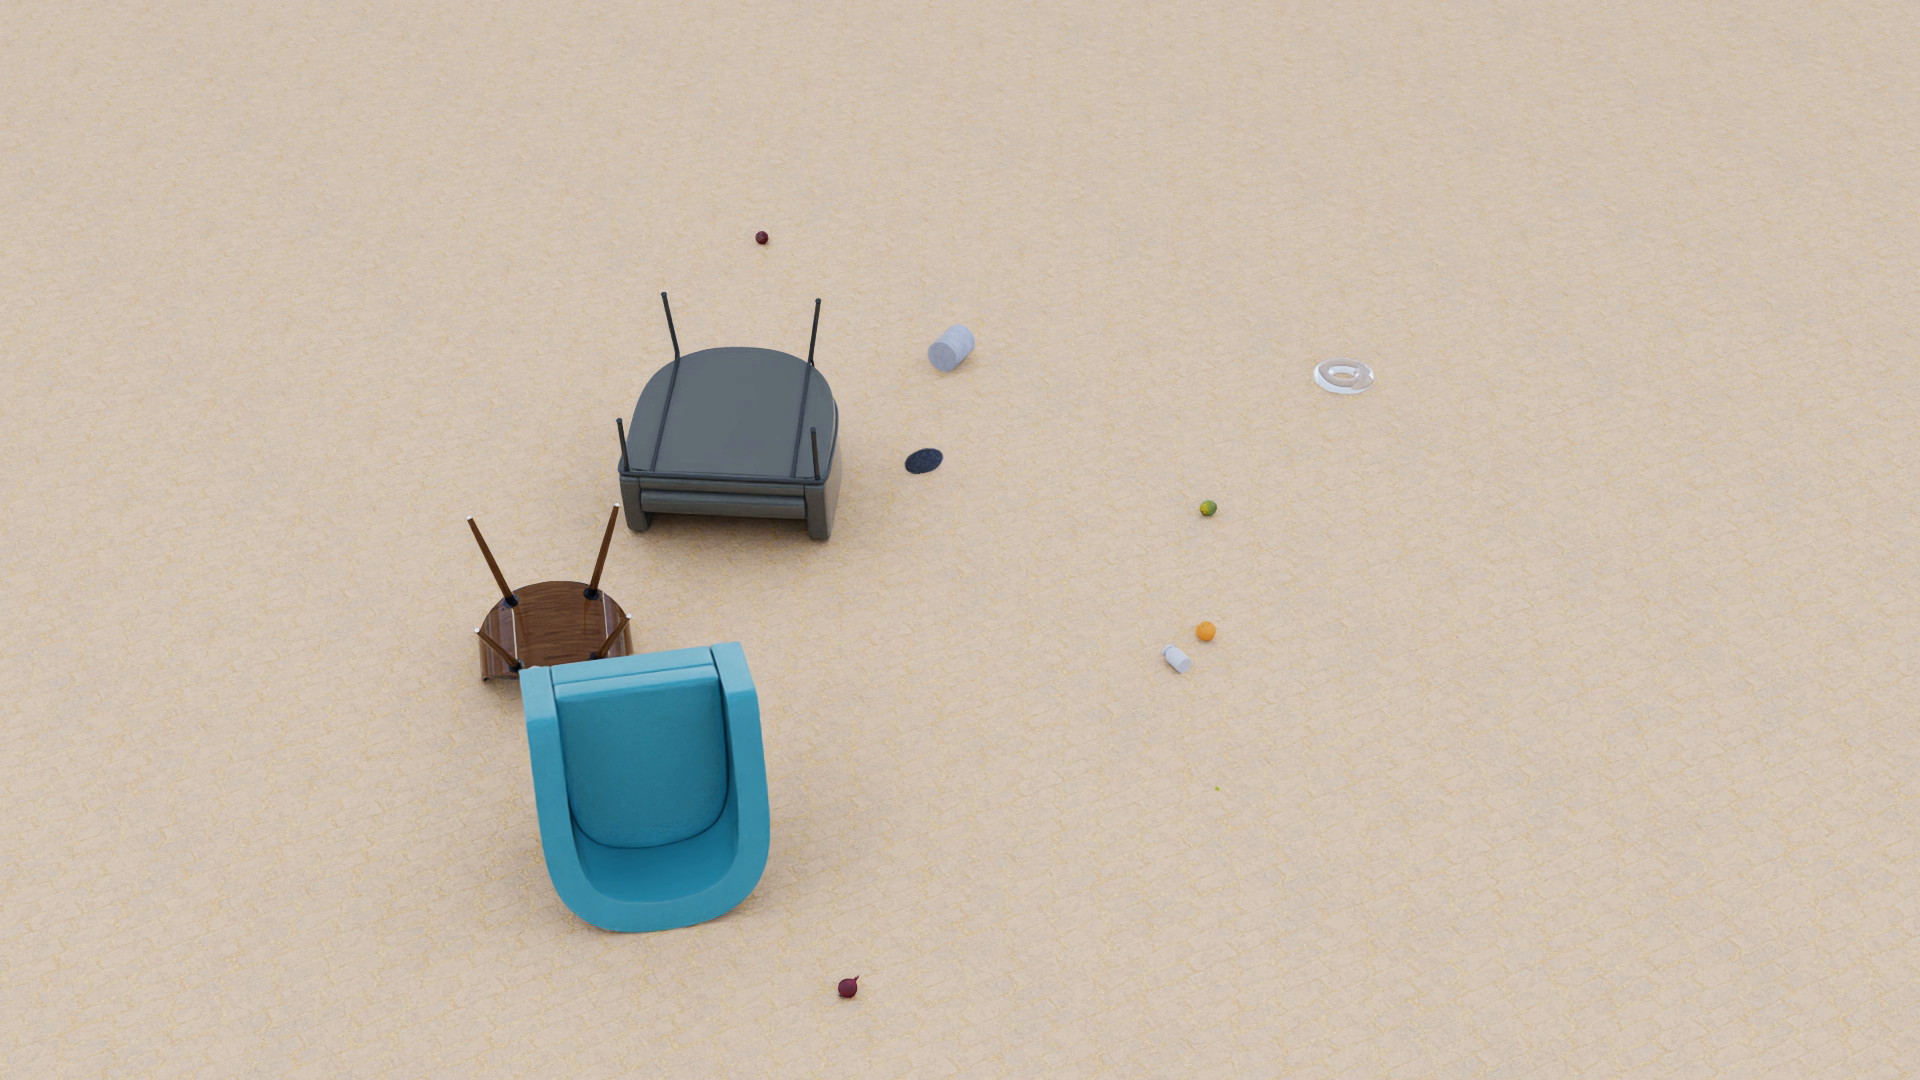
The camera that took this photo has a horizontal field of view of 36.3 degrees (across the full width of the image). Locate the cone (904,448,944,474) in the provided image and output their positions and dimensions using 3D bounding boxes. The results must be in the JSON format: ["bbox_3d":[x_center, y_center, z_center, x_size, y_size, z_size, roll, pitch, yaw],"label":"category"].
[{"bbox_3d":[-0.155,-0.310,11.376,0.162,0.094,0.095,-17,10,-18],"label":"cone"}]

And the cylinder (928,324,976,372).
[{"bbox_3d":[-0.035,-0.788,12.016,0.136,0.136,0.166,42,41,0],"label":"cylinder"}]

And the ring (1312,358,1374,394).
[{"bbox_3d":[1.559,-0.668,11.912,0.250,0.051,0.256,1,34,1],"label":"ring"}]
